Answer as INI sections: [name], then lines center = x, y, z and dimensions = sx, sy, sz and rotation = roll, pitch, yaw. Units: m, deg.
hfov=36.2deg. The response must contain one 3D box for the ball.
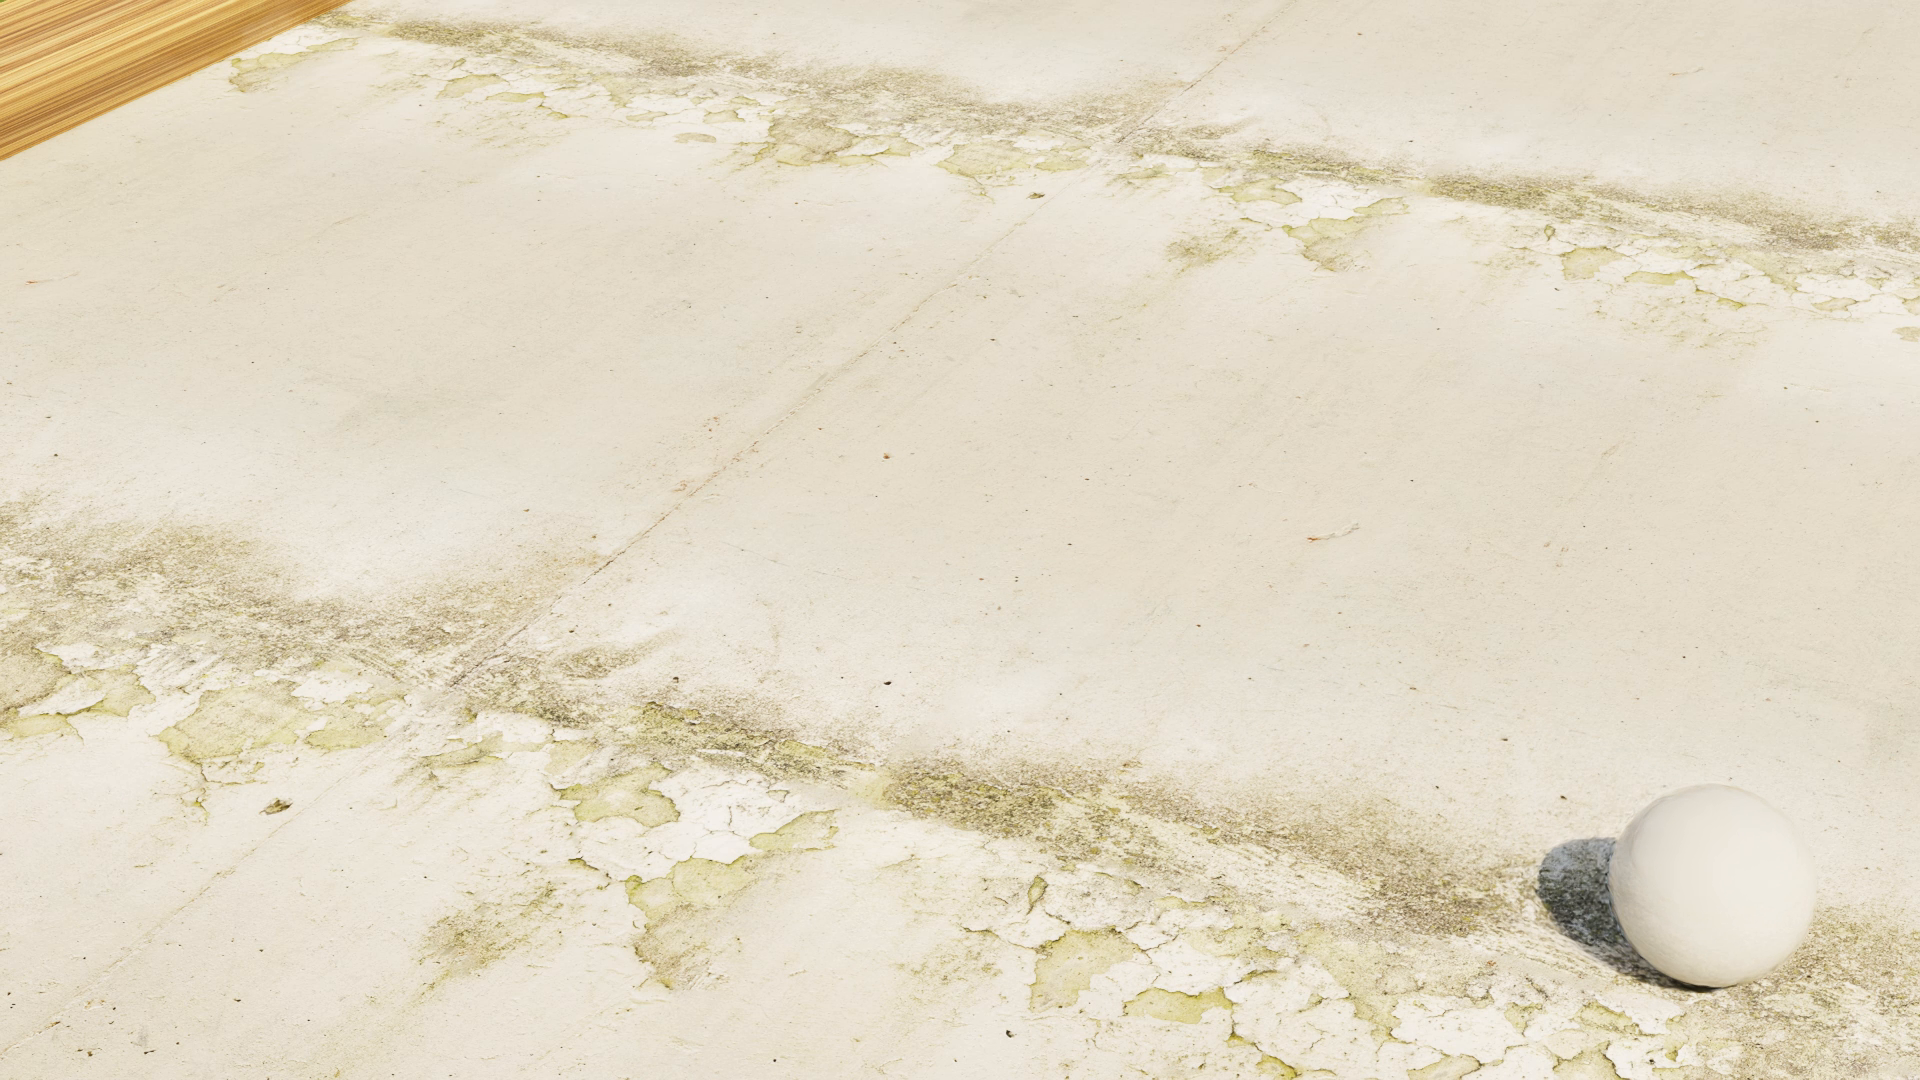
[ball]
center = 0.356, 0.163, 1.391
dimensions = 0.096, 0.096, 0.096
rotation = 0, 27, 0

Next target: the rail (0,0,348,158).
[rail]
center = -0.538, -0.595, 2.834
dimensions = 0.045, 0.124, 3.716
rotation = 12, 29, 22
